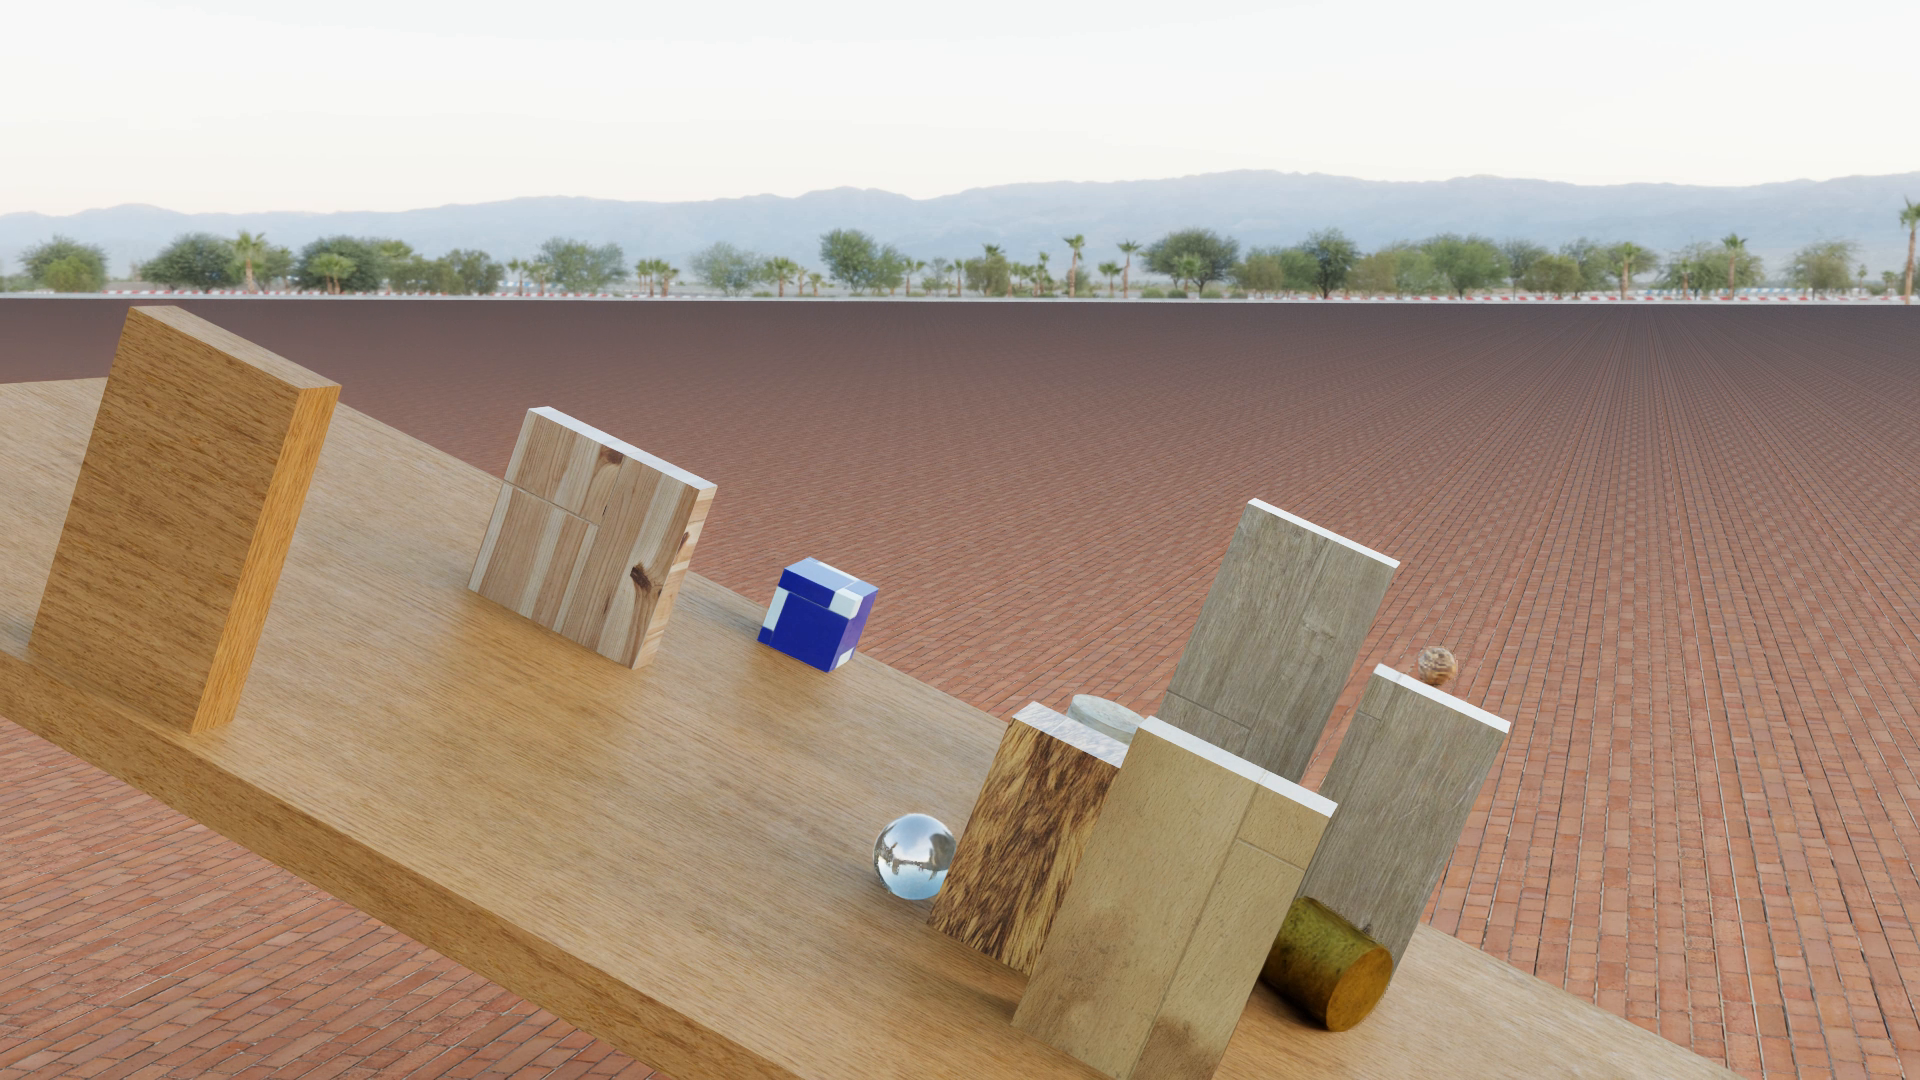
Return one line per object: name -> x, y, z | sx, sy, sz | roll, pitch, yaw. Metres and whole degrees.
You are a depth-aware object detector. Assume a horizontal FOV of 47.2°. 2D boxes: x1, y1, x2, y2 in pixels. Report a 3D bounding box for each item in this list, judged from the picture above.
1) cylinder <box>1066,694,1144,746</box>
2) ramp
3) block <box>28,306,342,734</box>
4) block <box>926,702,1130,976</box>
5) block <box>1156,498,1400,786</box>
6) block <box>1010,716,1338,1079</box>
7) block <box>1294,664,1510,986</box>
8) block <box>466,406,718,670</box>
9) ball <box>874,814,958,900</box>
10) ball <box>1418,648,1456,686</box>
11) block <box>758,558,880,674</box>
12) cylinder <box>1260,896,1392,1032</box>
cylinder -> 0.300, 0.466, 4.813 | 0.190, 0.190, 0.190 | 21, 13, -5
ramp -> -0.304, 0.537, 4.193 | 4.000, 0.100, 2.000 | 25, 13, 13
block -> -1.225, -0.034, 3.465 | 0.323, 0.587, 0.110 | 25, 13, 13
block -> 0.201, 0.552, 3.810 | 0.373, 0.406, 0.144 | 25, 13, 13
block -> 0.622, 0.324, 4.660 | 0.332, 0.750, 0.093 | 25, 13, 13
block -> 0.339, 0.601, 3.517 | 0.327, 0.546, 0.091 | 25, 13, 13
block -> 0.852, 0.572, 4.421 | 0.282, 0.573, 0.108 | 25, 13, 13
block -> -0.760, -0.006, 4.527 | 0.409, 0.404, 0.089 | 25, 13, 13
ball -> -0.078, 0.561, 3.894 | 0.151, 0.151, 0.151 | 0, 7, 0
ball -> 2.153, 0.572, 9.927 | 0.172, 0.172, 0.172 | 0, 7, 0
block -> -0.323, 0.170, 5.029 | 0.181, 0.181, 0.181 | 24, 13, 10
cylinder -> 0.677, 0.793, 4.112 | 0.182, 0.182, 0.182 | -6, 29, -43
